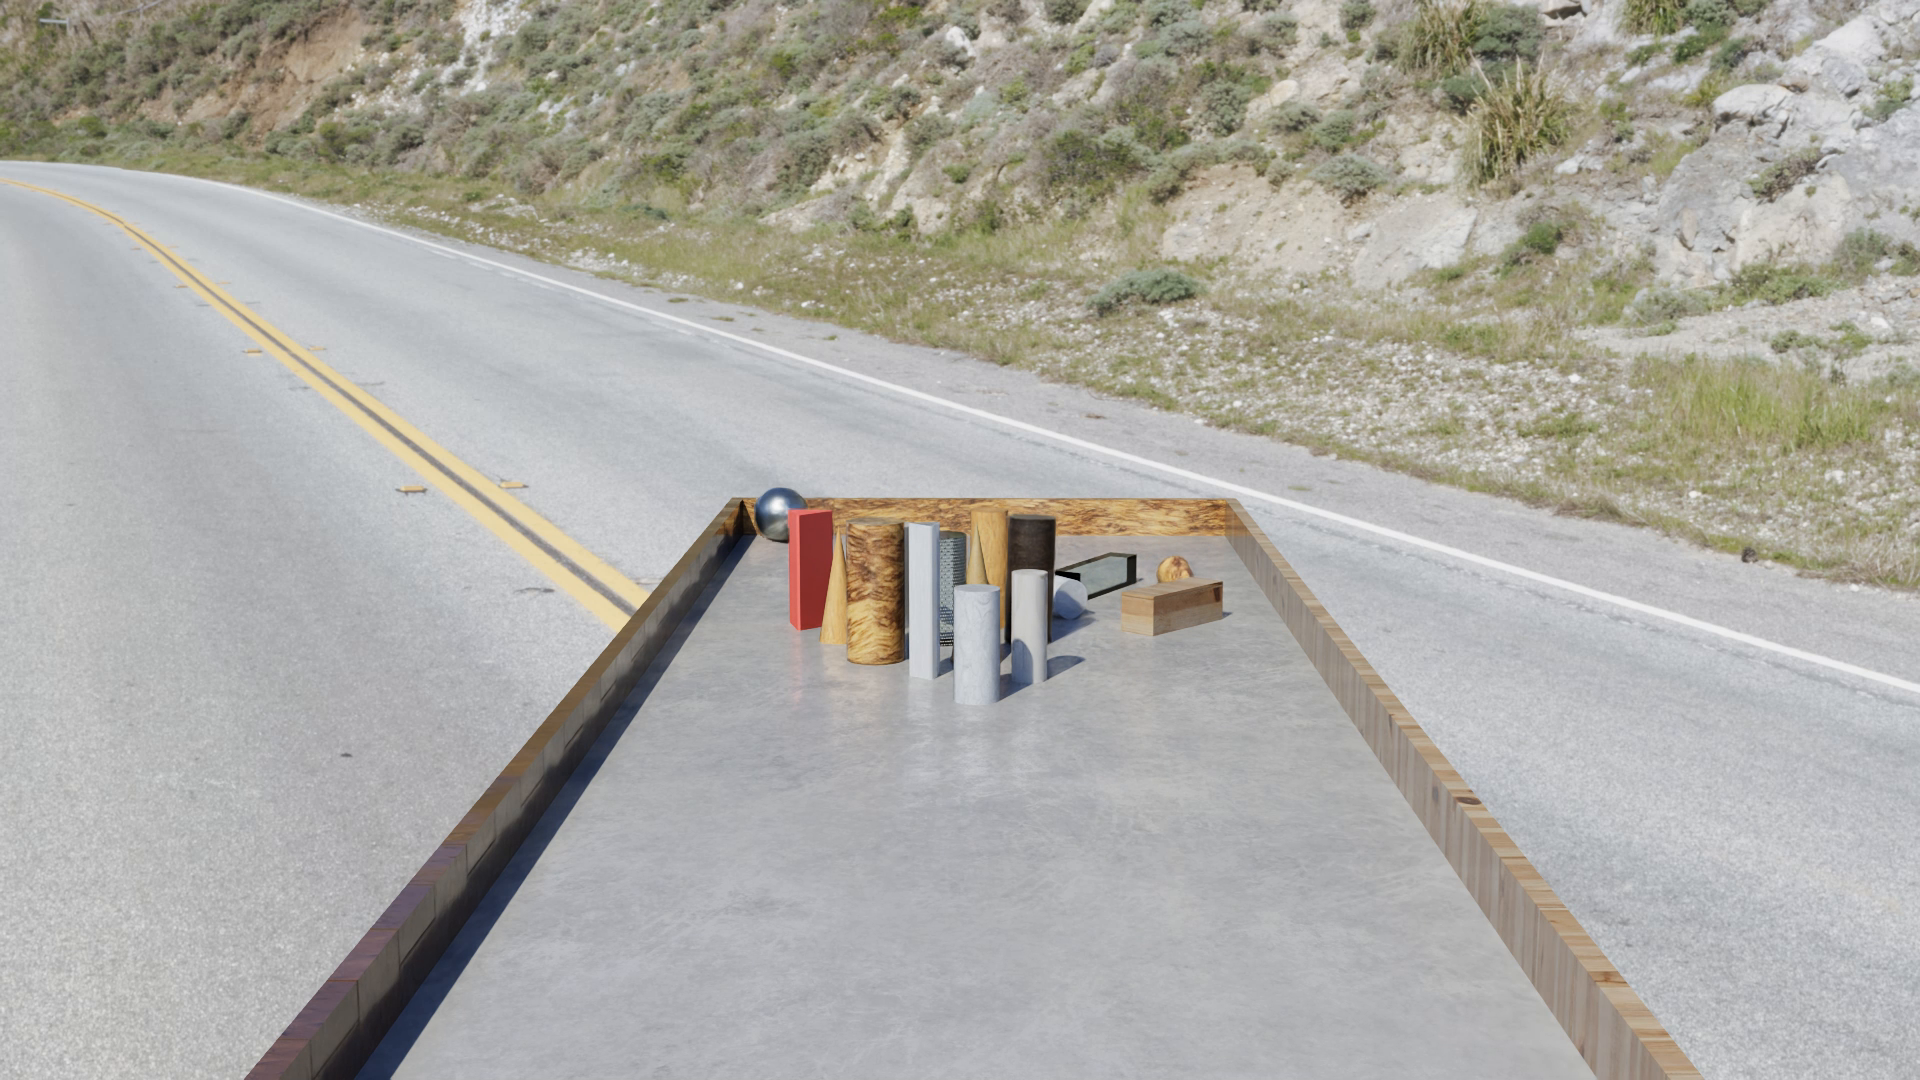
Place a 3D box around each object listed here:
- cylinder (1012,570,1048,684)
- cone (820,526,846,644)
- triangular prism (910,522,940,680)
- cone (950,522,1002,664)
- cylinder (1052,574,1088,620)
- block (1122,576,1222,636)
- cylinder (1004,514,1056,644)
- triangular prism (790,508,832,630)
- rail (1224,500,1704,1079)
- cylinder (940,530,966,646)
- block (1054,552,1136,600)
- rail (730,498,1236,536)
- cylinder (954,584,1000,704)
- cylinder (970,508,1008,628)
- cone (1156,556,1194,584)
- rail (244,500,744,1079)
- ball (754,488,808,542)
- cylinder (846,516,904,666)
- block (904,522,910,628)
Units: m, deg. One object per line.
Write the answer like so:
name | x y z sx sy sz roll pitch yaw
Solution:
cylinder | 0.202 0.251 6.411 0.105 0.318 0.105 0 9 0
cone | -0.383 0.133 6.966 0.130 0.377 0.130 0 9 0
triangular prism | -0.089 0.175 6.452 0.091 0.454 0.079 9 13 44
cone | 0.050 0.154 6.658 0.159 0.433 0.159 0 9 0
cylinder | 0.288 0.177 7.465 0.133 0.133 0.315 -6 11 -32
block | 0.700 0.216 7.233 0.129 0.129 0.384 8 12 41
cylinder | 0.222 0.124 6.947 0.150 0.395 0.150 2 7 0
triangular prism | -0.516 0.092 7.218 0.150 0.379 0.130 -9 13 -44
rail | 1.046 0.843 3.208 0.050 0.150 12.000 0 9 1
cylinder | -0.061 0.152 6.956 0.166 0.342 0.166 0 9 0
block | 0.484 0.131 7.843 0.105 0.105 0.456 5 10 29
rail | 0.099 -0.098 9.147 2.100 0.150 0.050 0 9 1
cylinder | 0.048 0.291 6.156 0.131 0.318 0.131 0 9 0
cylinder | 0.096 0.092 7.197 0.124 0.386 0.124 0 9 0
cone | 0.809 0.172 7.726 0.126 0.126 0.340 -3 20 -16
rail | -1.004 0.839 3.234 0.050 0.150 12.000 0 9 1
ball | -0.727 -0.106 8.970 0.221 0.221 0.221 0 9 0
cylinder | -0.257 0.153 6.679 0.178 0.427 0.178 0 9 0
block | -0.229 0.114 7.218 0.157 0.335 0.157 7 11 36
